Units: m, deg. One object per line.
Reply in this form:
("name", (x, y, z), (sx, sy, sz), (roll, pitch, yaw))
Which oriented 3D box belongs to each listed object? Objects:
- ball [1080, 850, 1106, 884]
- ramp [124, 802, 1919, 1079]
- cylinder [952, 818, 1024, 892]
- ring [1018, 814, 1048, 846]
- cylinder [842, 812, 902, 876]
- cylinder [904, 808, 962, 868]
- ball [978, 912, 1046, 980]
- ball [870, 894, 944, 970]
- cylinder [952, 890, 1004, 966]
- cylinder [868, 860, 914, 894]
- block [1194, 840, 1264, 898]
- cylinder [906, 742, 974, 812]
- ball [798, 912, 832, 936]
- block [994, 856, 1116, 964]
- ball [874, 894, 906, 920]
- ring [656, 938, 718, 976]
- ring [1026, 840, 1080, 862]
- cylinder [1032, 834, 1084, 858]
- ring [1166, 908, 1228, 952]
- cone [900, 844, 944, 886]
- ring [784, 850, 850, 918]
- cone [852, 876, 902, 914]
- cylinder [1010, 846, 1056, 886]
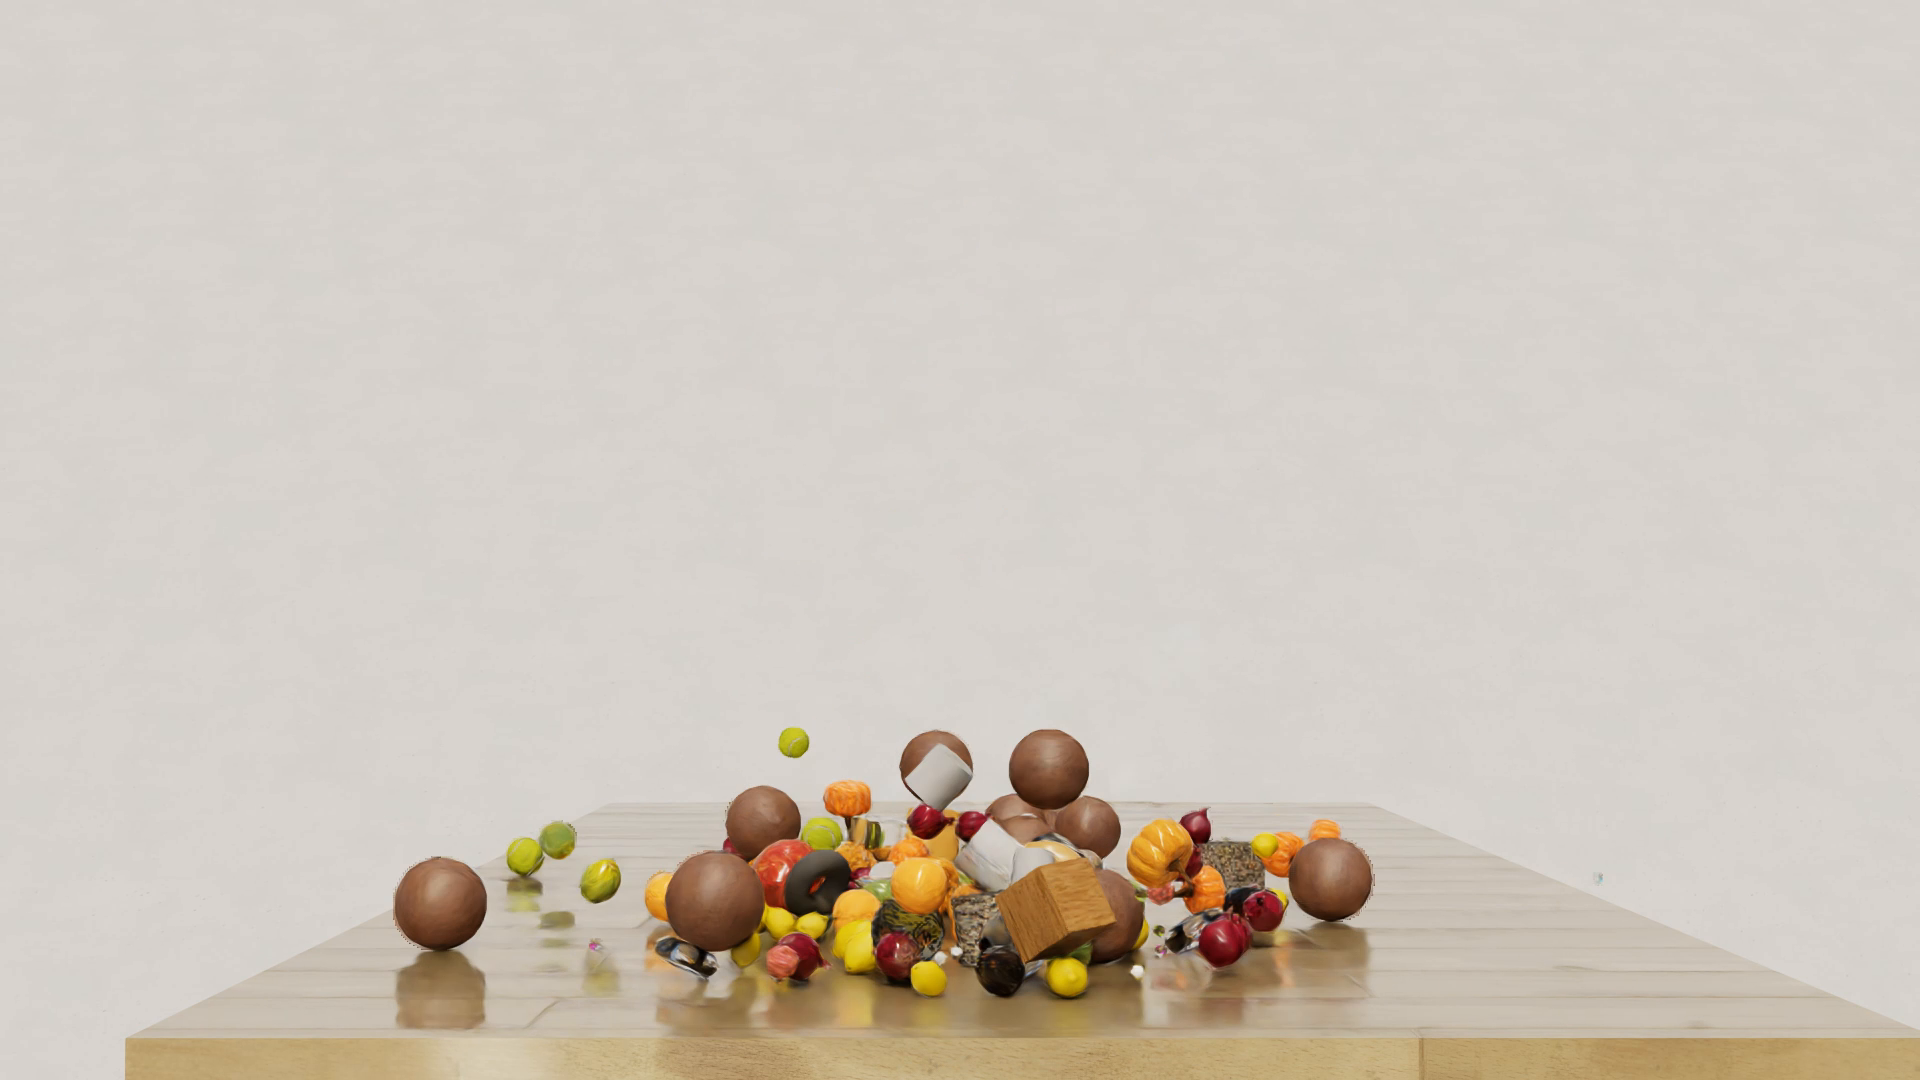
("ball", (0.213, 0.570, 4.468), (0.075, 0.075, 0.075), (0, 36, 0))
("ramp", (0.079, 0.671, 4.865), (2.000, 0.100, 4.000), (0, -2, 0))
("cylinder", (0.049, 0.470, 3.827), (0.088, 0.088, 0.088), (40, 45, 4))
("ring", (0.142, 0.553, 4.754), (0.039, 0.117, 0.117), (-28, 37, 5))
("cylinder", (-0.154, 0.528, 4.502), (0.095, 0.095, 0.095), (9, 1, 0))
("cylinder", (-0.051, 0.553, 4.820), (0.099, 0.099, 0.099), (4, 77, 6))
("ball", (0.068, 0.522, 3.350), (0.090, 0.090, 0.090), (0, 36, 0))
("ball", (-0.068, 0.508, 3.370), (0.097, 0.097, 0.097), (0, 36, 0))
("cylinder", (0.038, 0.522, 3.504), (0.089, 0.089, 0.089), (-8, -5, -1))
("cylinder", (-0.106, 0.523, 3.975), (0.052, 0.052, 0.052), (-10, 63, 21))
("block", (0.462, 0.564, 4.458), (0.086, 0.086, 0.086), (-2, -3, 41))
("cylinder", (-0.029, 0.340, 3.719), (0.070, 0.070, 0.070), (-48, 44, 5))
("ball", (-0.214, 0.559, 3.835), (0.052, 0.052, 0.052), (0, 36, 0))
("block", (0.118, 0.458, 3.218), (0.090, 0.090, 0.090), (-3, 61, -47))
("ball", (-0.109, 0.567, 4.045), (0.050, 0.050, 0.050), (0, 36, 0))
("ring", (-0.354, 0.538, 3.359), (0.087, 0.087, 0.029), (16, 73, 21))
("ring", (0.127, 0.521, 3.915), (0.142, 0.047, 0.142), (-1, 65, 2))
("cylinder", (0.155, 0.525, 4.138), (0.091, 0.091, 0.091), (-10, 13, -14))
("ring", (0.330, 0.545, 3.623), (0.095, 0.095, 0.032), (-18, 67, -24))
("cone", (-0.064, 0.585, 4.548), (0.082, 0.082, 0.082), (20, 36, -4))
("ring", (-0.207, 0.499, 3.773), (0.110, 0.110, 0.037), (-25, 38, -30))
("cone", (-0.133, 0.512, 3.820), (0.067, 0.067, 0.067), (23, 42, 29))
("cylinder", (0.094, 0.429, 3.347), (0.053, 0.053, 0.053), (4, 65, 6))
